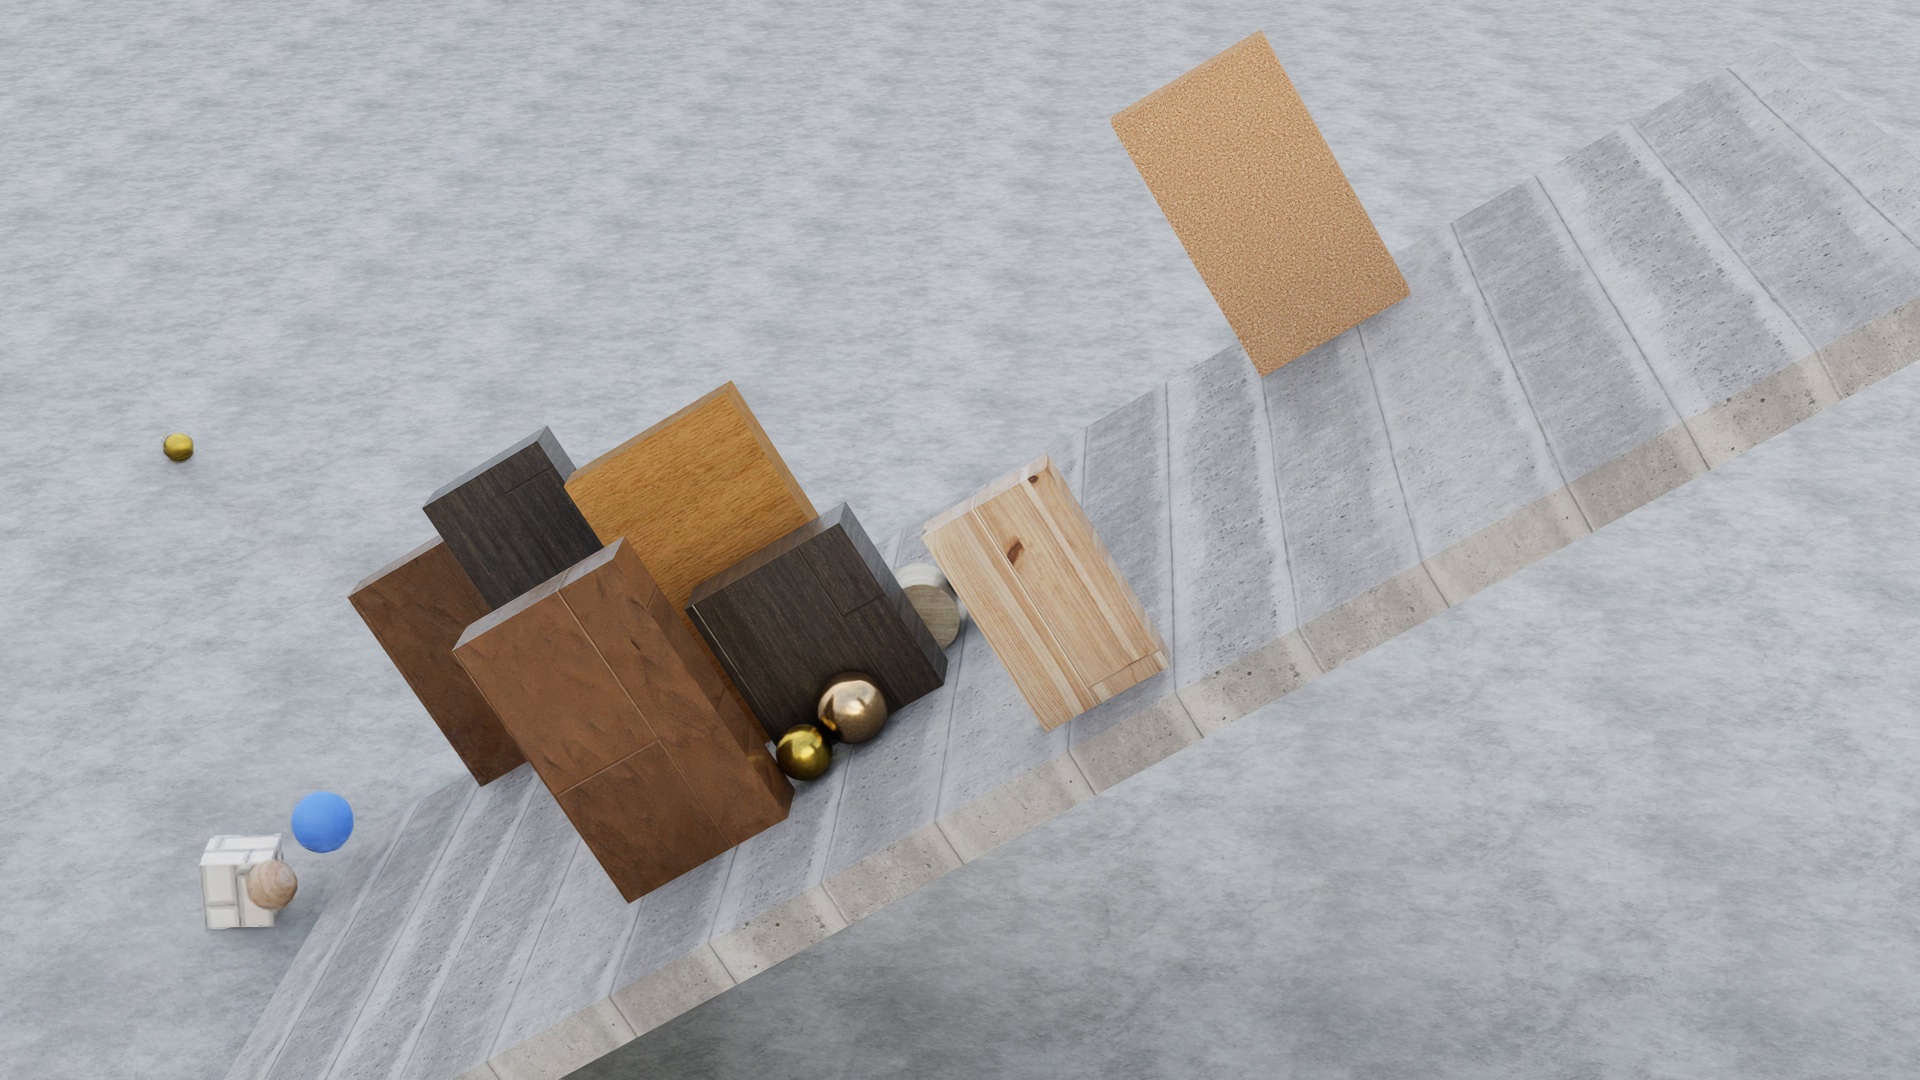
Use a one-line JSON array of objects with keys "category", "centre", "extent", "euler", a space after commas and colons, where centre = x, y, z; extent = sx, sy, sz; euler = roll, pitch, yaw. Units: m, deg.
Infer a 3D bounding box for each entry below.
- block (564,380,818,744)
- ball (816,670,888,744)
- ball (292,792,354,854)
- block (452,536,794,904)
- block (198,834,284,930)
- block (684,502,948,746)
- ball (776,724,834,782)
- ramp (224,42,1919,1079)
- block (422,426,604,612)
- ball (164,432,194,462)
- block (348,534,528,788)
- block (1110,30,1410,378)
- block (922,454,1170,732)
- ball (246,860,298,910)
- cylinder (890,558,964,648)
[{"category": "block", "centre": [-0.474, 0.065, 6.287], "extent": [0.408, 0.710, 0.092], "euler": [-29, 15, 13]}, {"category": "ball", "centre": [-0.220, 0.341, 5.978], "extent": [0.150, 0.150, 0.150], "euler": [0, 19, 0]}, {"category": "ball", "centre": [-1.609, 0.712, 7.425], "extent": [0.155, 0.155, 0.155], "euler": [0, 19, 0]}, {"category": "block", "centre": [-0.666, 0.363, 5.871], "extent": [0.383, 0.632, 0.136], "euler": [-29, 15, 13]}, {"category": "block", "centre": [-1.792, 0.853, 7.352], "extent": [0.172, 0.172, 0.172], "euler": [-2, 19, -3]}, {"category": "block", "centre": [-0.294, 0.198, 6.085], "extent": [0.375, 0.407, 0.137], "euler": [-29, 15, 13]}, {"category": "ball", "centre": [-0.315, 0.430, 5.953], "extent": [0.116, 0.116, 0.116], "euler": [0, 19, 0]}, {"category": "ramp", "centre": [0.141, 0.168, 6.288], "extent": [4.000, 0.100, 2.000], "euler": [-29, 15, 13]}, {"category": "block", "centre": [-0.857, 0.154, 6.650], "extent": [0.312, 0.778, 0.118], "euler": [-29, 15, 13]}, {"category": "ball", "centre": [-2.892, -0.343, 10.887], "extent": [0.111, 0.111, 0.111], "euler": [0, 19, 0]}, {"category": "block", "centre": [-1.164, 0.257, 7.323], "extent": [0.443, 0.588, 0.117], "euler": [-29, 15, 13]}, {"category": "block", "centre": [0.678, -0.753, 6.623], "extent": [0.385, 0.678, 0.089], "euler": [-29, 15, 13]}, {"category": "block", "centre": [0.159, 0.100, 5.401], "extent": [0.264, 0.441, 0.086], "euler": [-29, 15, 13]}, {"category": "ball", "centre": [-1.680, 0.841, 7.175], "extent": [0.123, 0.123, 0.123], "euler": [0, 19, 0]}, {"category": "cylinder", "centre": [-0.085, 0.149, 6.298], "extent": [0.162, 0.162, 0.162], "euler": [-3, 29, -9]}]
